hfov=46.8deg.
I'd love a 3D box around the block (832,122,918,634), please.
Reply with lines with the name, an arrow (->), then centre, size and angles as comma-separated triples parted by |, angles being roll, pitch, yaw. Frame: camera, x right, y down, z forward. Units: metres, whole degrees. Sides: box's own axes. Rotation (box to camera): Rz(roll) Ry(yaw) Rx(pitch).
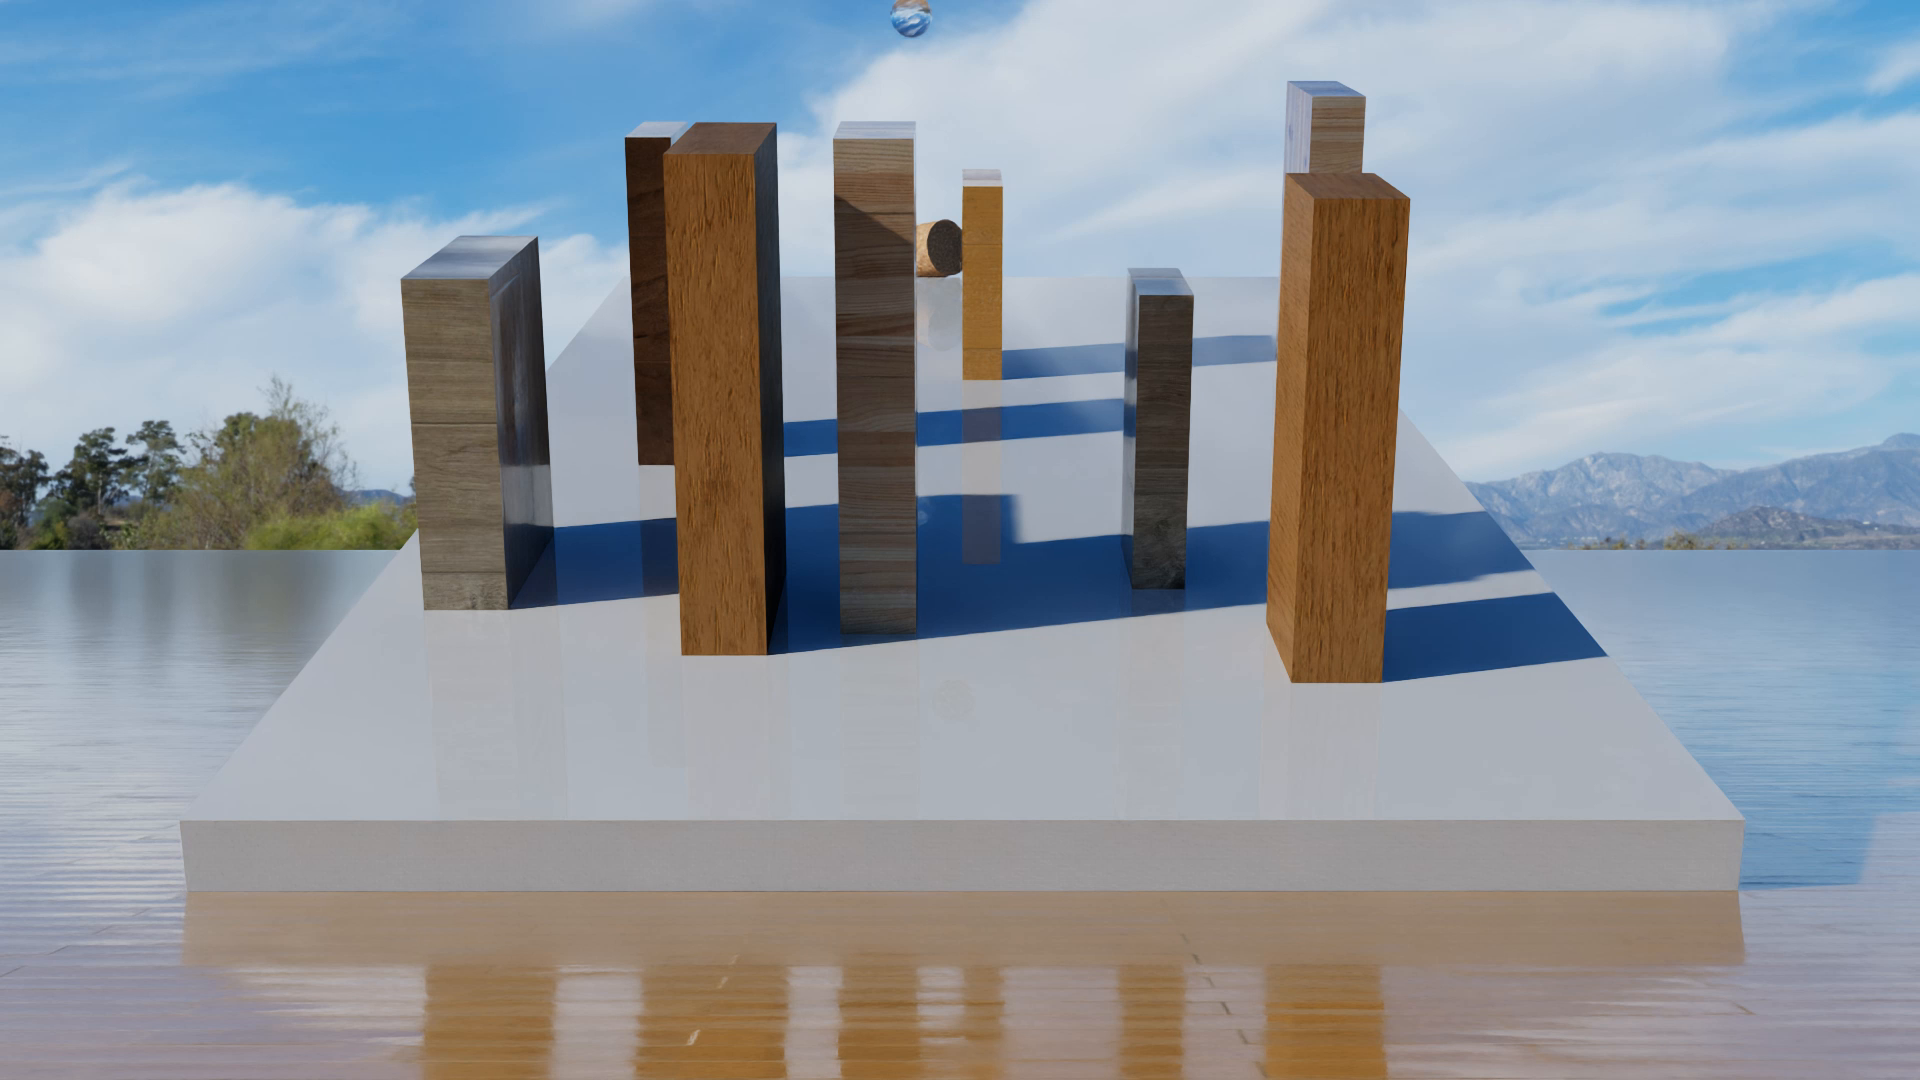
block -> -0.130, -0.258, 3.524 | 0.120, 0.780, 0.240 | 0, 17, 0

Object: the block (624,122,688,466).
block -> -0.612, -0.511, 4.569 | 0.090, 0.664, 0.285 | 0, 17, 0

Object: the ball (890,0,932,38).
ball -> -0.148, -1.599, 6.769 | 0.129, 0.129, 0.129 | 0, 0, 0

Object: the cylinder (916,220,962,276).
cylinder -> -0.094, -0.873, 6.710 | 0.169, 0.169, 0.169 | 0, -2, -43

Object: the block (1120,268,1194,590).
block -> 0.335, -0.195, 3.798 | 0.089, 0.502, 0.261 | 0, 17, 0

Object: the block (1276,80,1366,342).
block -> 0.884, -0.776, 5.461 | 0.125, 0.662, 0.407 | 0, 17, 0

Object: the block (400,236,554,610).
block -> -0.810, -0.210, 3.767 | 0.137, 0.547, 0.440 | 0, 17, 0

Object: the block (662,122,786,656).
block -> -0.365, -0.251, 3.521 | 0.132, 0.769, 0.431 | 0, 17, 0

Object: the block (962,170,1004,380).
block -> 0.053, -0.648, 5.378 | 0.094, 0.461, 0.313 | 0, 17, 0

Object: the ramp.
ramp -> -0.003, -0.169, 4.760 | 2.000, 0.100, 4.000 | 0, 17, 0

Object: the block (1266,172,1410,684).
block -> 0.562, -0.172, 3.341 | 0.135, 0.722, 0.279 | 0, 17, 0
